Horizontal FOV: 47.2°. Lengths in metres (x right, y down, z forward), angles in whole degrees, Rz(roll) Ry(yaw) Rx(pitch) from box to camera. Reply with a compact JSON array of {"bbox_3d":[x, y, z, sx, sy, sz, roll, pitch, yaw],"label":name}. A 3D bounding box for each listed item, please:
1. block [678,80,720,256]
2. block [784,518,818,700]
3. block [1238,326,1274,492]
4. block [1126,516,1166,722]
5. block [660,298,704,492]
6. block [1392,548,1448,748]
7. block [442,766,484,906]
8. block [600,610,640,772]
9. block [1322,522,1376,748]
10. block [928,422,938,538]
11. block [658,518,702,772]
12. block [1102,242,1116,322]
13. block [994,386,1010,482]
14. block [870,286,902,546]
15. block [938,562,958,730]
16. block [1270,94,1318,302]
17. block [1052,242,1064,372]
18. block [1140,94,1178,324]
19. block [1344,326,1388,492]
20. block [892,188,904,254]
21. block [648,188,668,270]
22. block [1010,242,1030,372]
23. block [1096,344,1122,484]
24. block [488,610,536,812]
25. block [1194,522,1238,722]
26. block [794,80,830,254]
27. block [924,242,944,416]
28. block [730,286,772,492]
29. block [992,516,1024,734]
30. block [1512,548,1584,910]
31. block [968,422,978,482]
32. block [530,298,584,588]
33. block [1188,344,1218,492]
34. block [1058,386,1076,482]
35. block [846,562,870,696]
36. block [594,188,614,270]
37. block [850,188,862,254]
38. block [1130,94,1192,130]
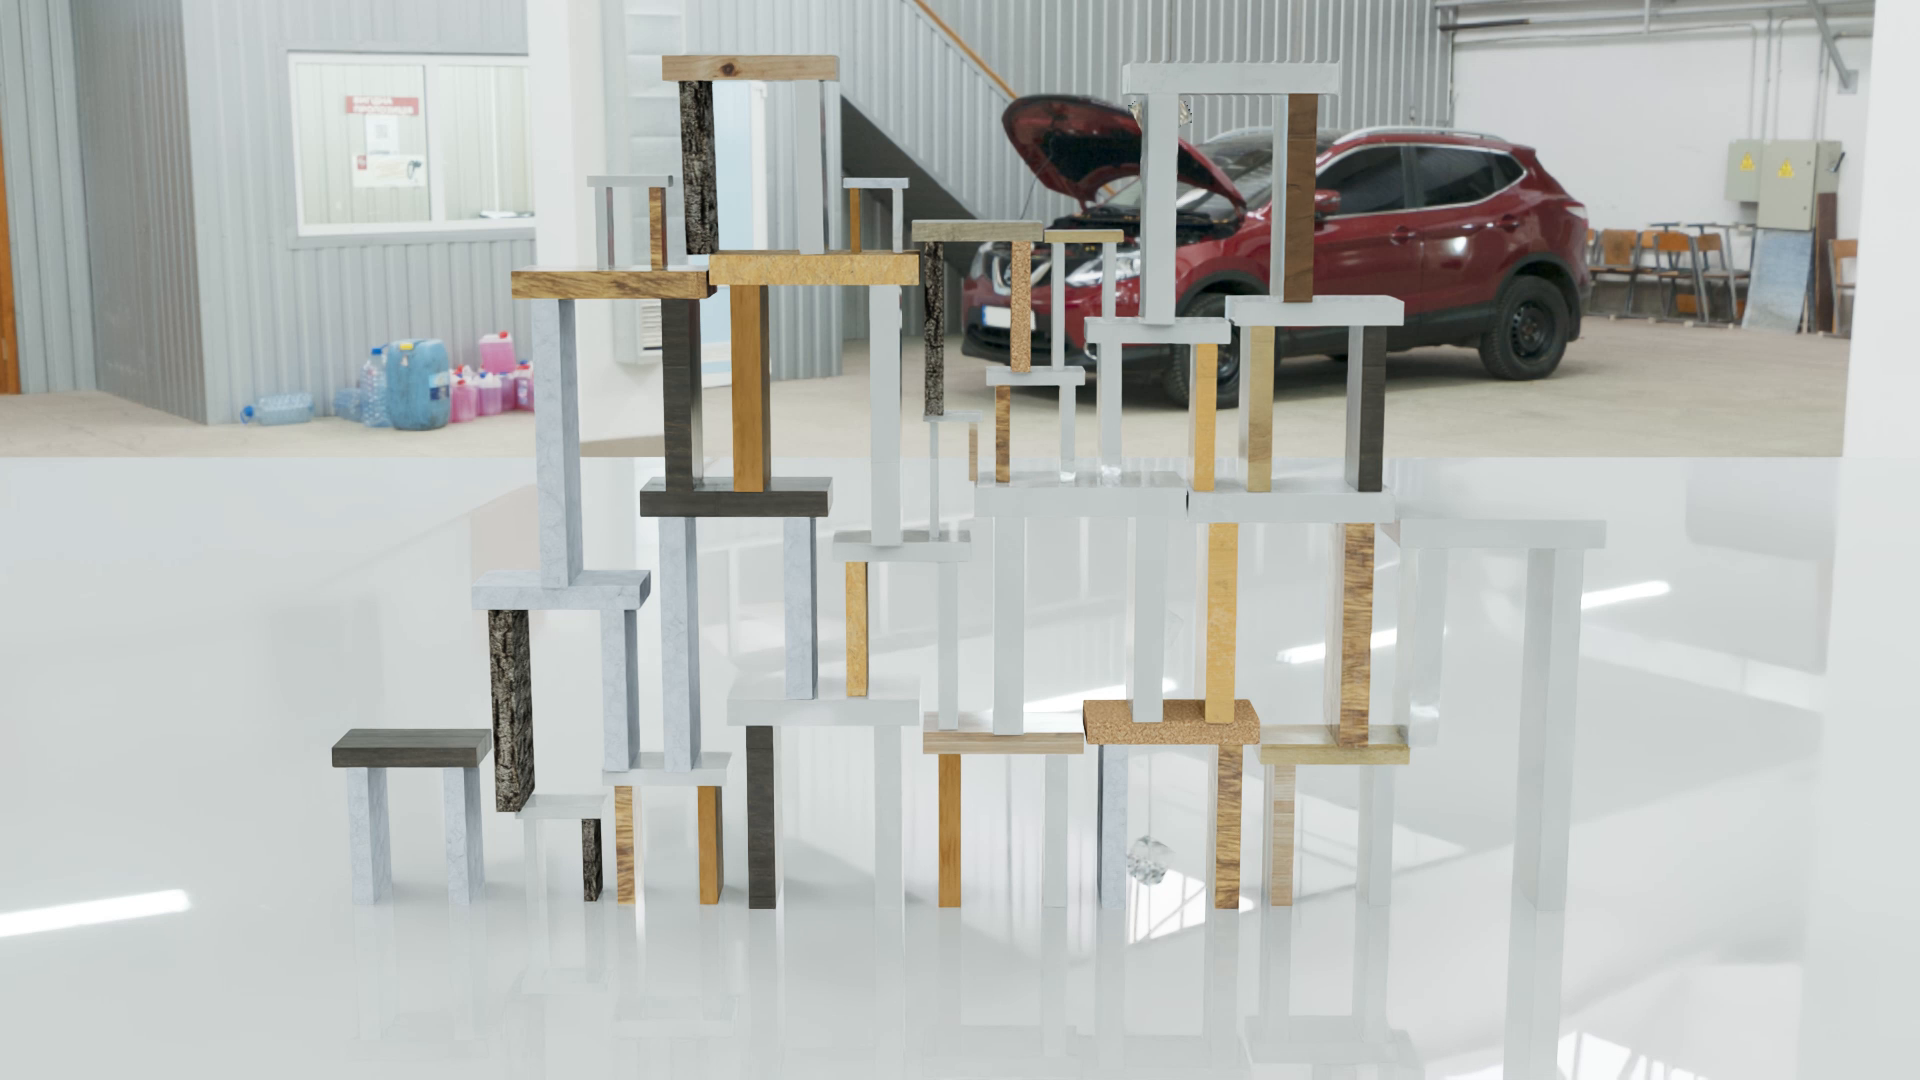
[{"bbox_3d":[-0.409,-0.584,3.451,0.037,0.265,0.132,-1,11,0],"label":"block"},{"bbox_3d":[-0.258,0.096,3.578,0.042,0.297,0.148,0,10,0],"label":"block"},{"bbox_3d":[0.473,-0.217,3.519,0.037,0.263,0.131,0,11,0],"label":"block"},{"bbox_3d":[0.301,0.113,3.582,0.047,0.335,0.167,0,11,0],"label":"block"},{"bbox_3d":[-0.443,-0.239,3.514,0.043,0.302,0.151,0,11,0],"label":"block"},{"bbox_3d":[0.748,0.158,3.584,0.046,0.326,0.163,1,11,1],"label":"block"},{"bbox_3d":[-0.823,0.474,3.649,0.033,0.235,0.117,0,11,0],"label":"block"},{"bbox_3d":[-0.556,0.231,3.604,0.038,0.268,0.134,0,11,0],"label":"block"},{"bbox_3d":[0.632,0.139,3.582,0.046,0.368,0.163,0,11,0],"label":"block"},{"bbox_3d":[-0.042,-0.100,3.547,0.014,0.189,0.048,-1,11,-3],"label":"block"},{"bbox_3d":[-0.456,0.157,3.589,0.042,0.419,0.148,0,11,0],"label":"block"},{"bbox_3d":[0.236,-0.411,3.482,0.017,0.123,0.062,0,11,0],"label":"block"},{"bbox_3d":[0.068,-0.175,3.532,0.022,0.156,0.078,0,11,0],"label":"block"},{"bbox_3d":[-0.118,-0.208,3.520,0.046,0.410,0.162,0,11,0],"label":"block"},{"bbox_3d":[-0.019,0.161,3.590,0.031,0.278,0.111,0,11,0],"label":"block"},{"bbox_3d":[0.524,-0.540,3.461,0.045,0.318,0.159,0,11,0],"label":"block"},{"bbox_3d":[0.155,-0.372,3.491,0.017,0.201,0.062,0,11,-1],"label":"block"},{"bbox_3d":[0.312,-0.523,3.466,0.045,0.352,0.159,0,11,1],"label":"block"},{"bbox_3d":[0.648,-0.217,3.518,0.037,0.263,0.131,0,11,0],"label":"block"},{"bbox_3d":[-0.098,-0.504,3.466,0.014,0.101,0.050,0,11,0],"label":"block"},{"bbox_3d":[-0.476,-0.493,3.471,0.018,0.127,0.063,0,11,0],"label":"block"},{"bbox_3d":[0.096,-0.374,3.495,0.029,0.204,0.102,0,11,0],"label":"block"},{"bbox_3d":[0.239,-0.209,3.521,0.032,0.224,0.112,-1,11,0],"label":"block"},{"bbox_3d":[-0.735,0.265,3.609,0.038,0.337,0.134,0,10,0],"label":"block"},{"bbox_3d":[0.416,0.118,3.580,0.046,0.326,0.163,0,10,0],"label":"block"},{"bbox_3d":[-0.232,-0.585,3.452,0.037,0.265,0.132,-1,11,0],"label":"block"},{"bbox_3d":[-0.041,-0.340,3.501,0.029,0.273,0.102,0,10,0],"label":"block"},{"bbox_3d":[-0.333,-0.250,3.512,0.046,0.324,0.162,0,11,0],"label":"block"},{"bbox_3d":[0.078,0.123,3.584,0.047,0.355,0.167,0,11,0],"label":"block"},{"bbox_3d":[0.965,0.294,3.614,0.046,0.601,0.163,0,11,0],"label":"block"},{"bbox_3d":[0.021,-0.146,3.537,0.014,0.095,0.048,0,10,0],"label":"block"},{"bbox_3d":[-0.645,-0.163,3.528,0.043,0.458,0.151,0,11,0],"label":"block"},{"bbox_3d":[0.388,-0.203,3.521,0.032,0.234,0.112,0,11,1],"label":"block"},{"bbox_3d":[0.172,-0.175,3.532,0.022,0.156,0.078,0,11,0],"label":"block"},{"bbox_3d":[-0.167,0.134,3.585,0.031,0.221,0.111,0,11,0],"label":"block"},{"bbox_3d":[-0.561,-0.493,3.471,0.018,0.127,0.063,0,11,0],"label":"block"},{"bbox_3d":[-0.165,-0.505,3.468,0.014,0.101,0.050,0,11,0],"label":"block"},{"bbox_3d":[0.673,-1.427,7.368,0.128,0.128,0.128,-24,7,32],"label":"block"}]
